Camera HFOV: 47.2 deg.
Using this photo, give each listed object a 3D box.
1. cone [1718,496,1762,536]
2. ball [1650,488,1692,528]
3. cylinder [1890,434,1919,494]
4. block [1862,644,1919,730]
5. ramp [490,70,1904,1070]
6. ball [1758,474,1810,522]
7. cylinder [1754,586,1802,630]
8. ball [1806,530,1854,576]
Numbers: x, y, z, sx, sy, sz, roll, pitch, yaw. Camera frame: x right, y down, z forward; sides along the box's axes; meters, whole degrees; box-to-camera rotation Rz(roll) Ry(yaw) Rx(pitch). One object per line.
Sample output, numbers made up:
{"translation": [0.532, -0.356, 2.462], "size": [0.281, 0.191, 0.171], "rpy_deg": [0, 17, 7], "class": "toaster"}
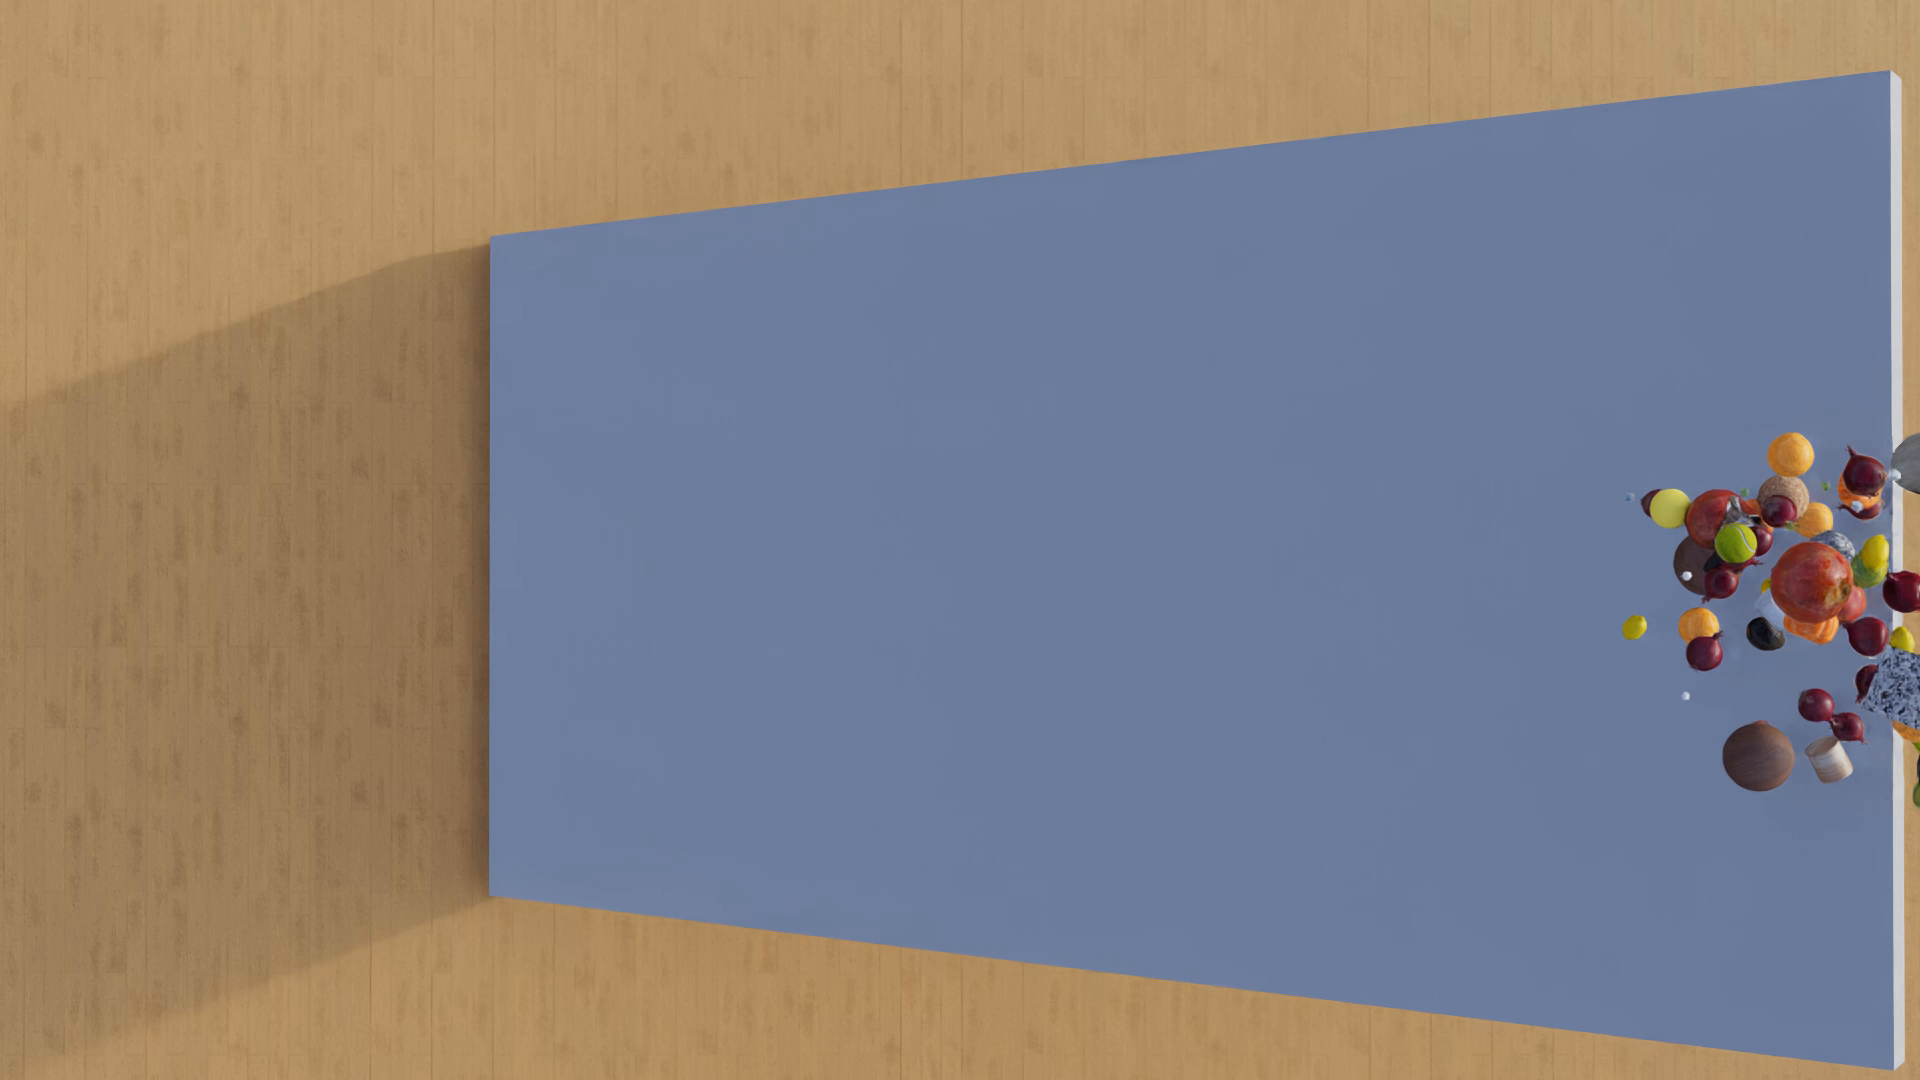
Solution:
{"translation": [1.398, -0.030, 3.984], "size": [0.073, 0.073, 0.073], "rpy_deg": [38, 118, 0], "class": "cone"}
{"translation": [1.330, -0.059, 4.114], "size": [0.075, 0.075, 0.075], "rpy_deg": [0, 90, 0], "class": "ball"}
{"translation": [1.345, -0.098, 3.035], "size": [0.081, 0.081, 0.081], "rpy_deg": [16, 89, -33], "class": "cylinder"}
{"translation": [1.292, 0.206, 2.949], "size": [0.093, 0.093, 0.093], "rpy_deg": [16, 96, -24], "class": "block"}
{"translation": [0.247, 0.068, 5.573], "size": [4.000, 0.100, 2.000], "rpy_deg": [0, 89, 35], "class": "ramp"}
{"translation": [1.514, -0.076, 4.045], "size": [0.090, 0.090, 0.090], "rpy_deg": [0, 90, 0], "class": "ball"}
{"translation": [1.383, 0.115, 3.718], "size": [0.053, 0.053, 0.053], "rpy_deg": [43, 90, -8], "class": "cylinder"}
{"translation": [1.340, 0.020, 3.384], "size": [0.068, 0.068, 0.068], "rpy_deg": [0, 90, 0], "class": "ball"}
